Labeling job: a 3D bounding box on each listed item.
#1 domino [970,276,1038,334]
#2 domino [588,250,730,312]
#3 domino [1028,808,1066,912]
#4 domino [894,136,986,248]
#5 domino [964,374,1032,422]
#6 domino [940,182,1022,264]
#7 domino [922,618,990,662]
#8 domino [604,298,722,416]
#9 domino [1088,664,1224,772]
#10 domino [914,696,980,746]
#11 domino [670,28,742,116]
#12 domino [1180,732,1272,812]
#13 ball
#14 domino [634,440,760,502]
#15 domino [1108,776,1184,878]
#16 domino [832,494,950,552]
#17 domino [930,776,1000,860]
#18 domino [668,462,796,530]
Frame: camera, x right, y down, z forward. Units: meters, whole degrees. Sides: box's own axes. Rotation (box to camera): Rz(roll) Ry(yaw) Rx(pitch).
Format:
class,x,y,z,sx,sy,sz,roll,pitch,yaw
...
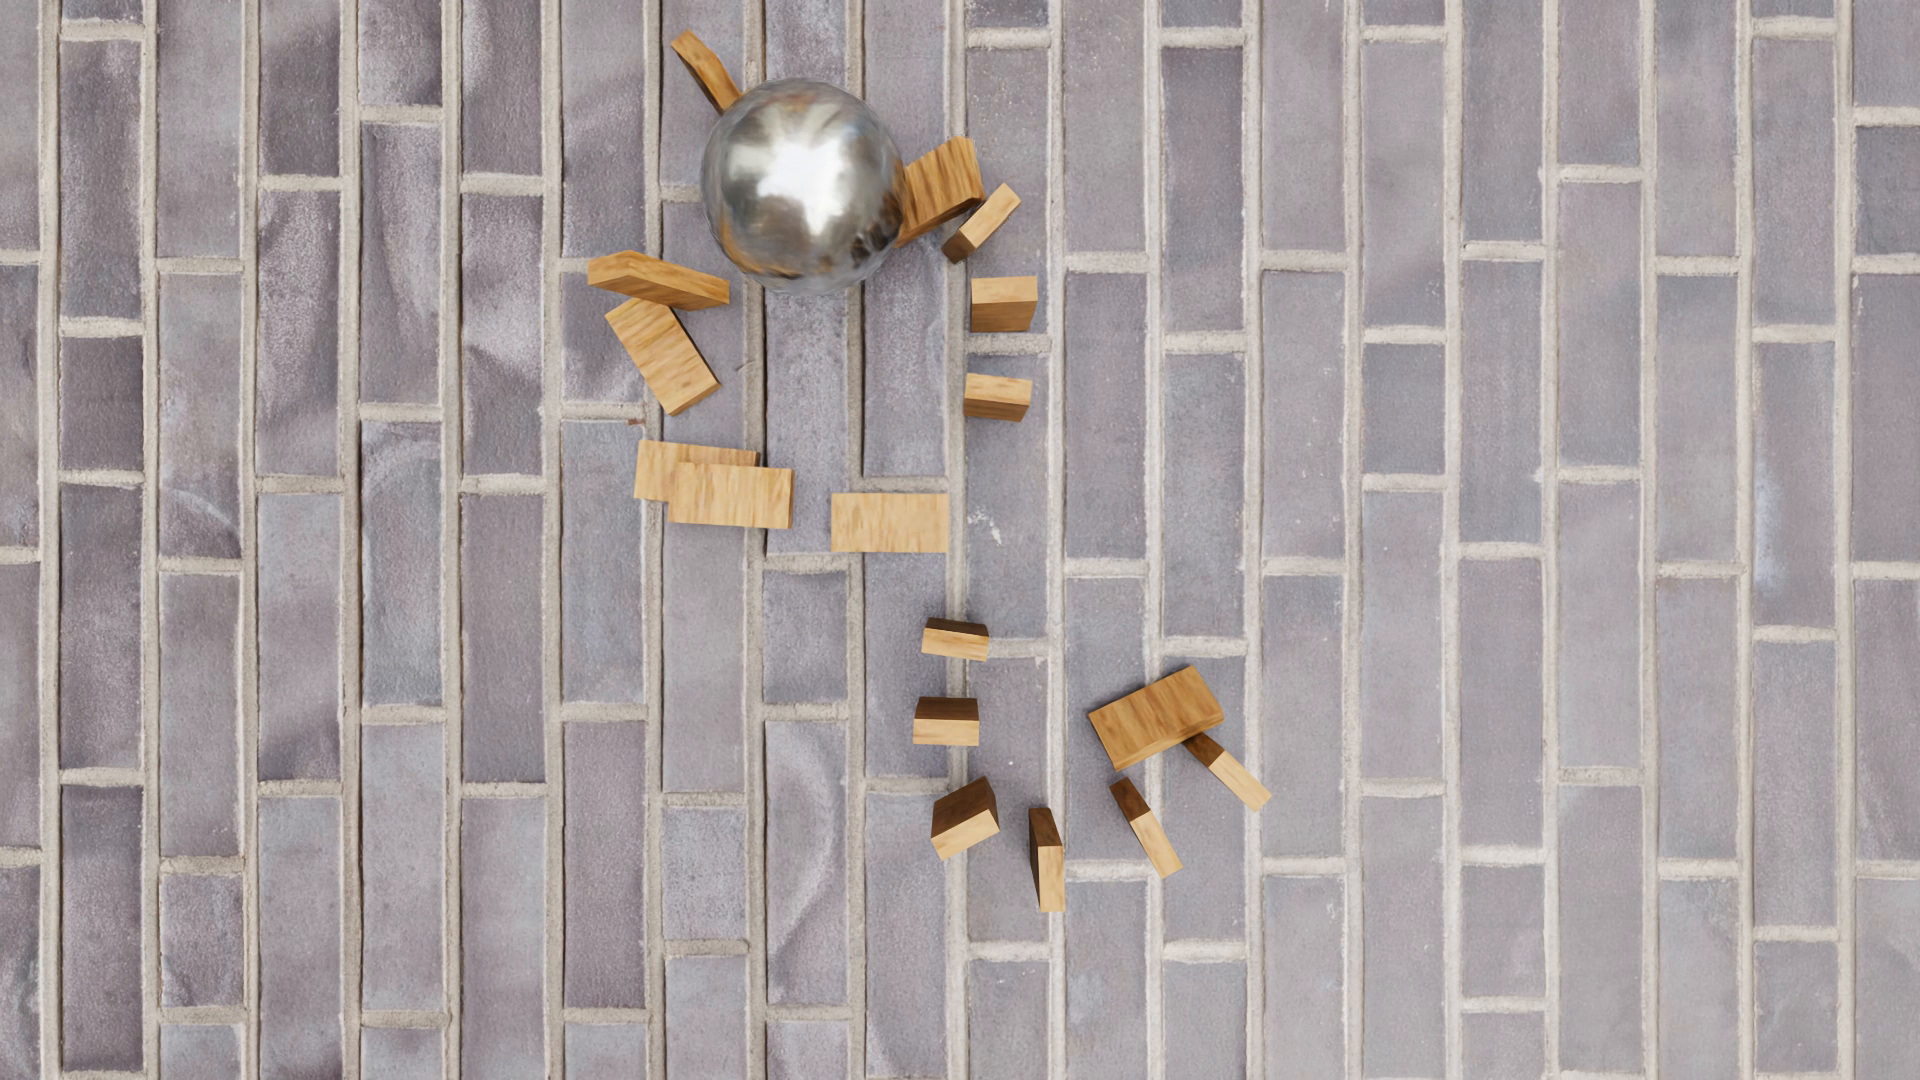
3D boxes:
class,x,y,z,sx,sy,sz,roll,pitch,yaw
domino,0.017,-0.096,0.375,0.025,0.050,0.009,-3,90,0
domino,-0.121,-0.104,0.372,0.025,0.050,0.009,0,90,33
domino,0.035,0.130,0.375,0.010,0.050,0.025,-2,90,0
domino,-0.014,-0.144,0.381,0.050,0.010,0.025,-14,90,39
domino,0.015,-0.058,0.375,0.025,0.050,0.009,7,90,0
domino,0.007,-0.128,0.375,0.010,0.050,0.025,43,90,-14
domino,-0.002,0.040,0.375,0.025,0.050,0.009,8,90,0
domino,-0.128,-0.081,0.395,0.025,0.010,0.050,-33,90,0
domino,0.083,0.075,0.388,0.050,0.009,0.025,-25,47,0
domino,-0.005,0.074,0.375,0.025,0.050,0.010,2,90,0
domino,-0.094,-0.178,0.372,0.010,0.050,0.025,-40,61,0
domino,0.107,0.092,0.375,0.025,0.050,0.010,44,90,0
ball,-0.061,-0.137,0.360,0.080,0.080,0.080,0,90,0
domino,-0.113,-0.028,0.395,0.050,0.010,0.025,6,90,0
domino,0.075,0.116,0.375,0.010,0.050,0.025,-29,90,0
domino,-0.030,-0.007,0.395,0.050,0.010,0.025,0,90,0
domino,0.002,0.113,0.375,0.025,0.050,0.010,-27,90,0
domino,-0.096,-0.019,0.386,0.050,0.009,0.025,4,90,0
